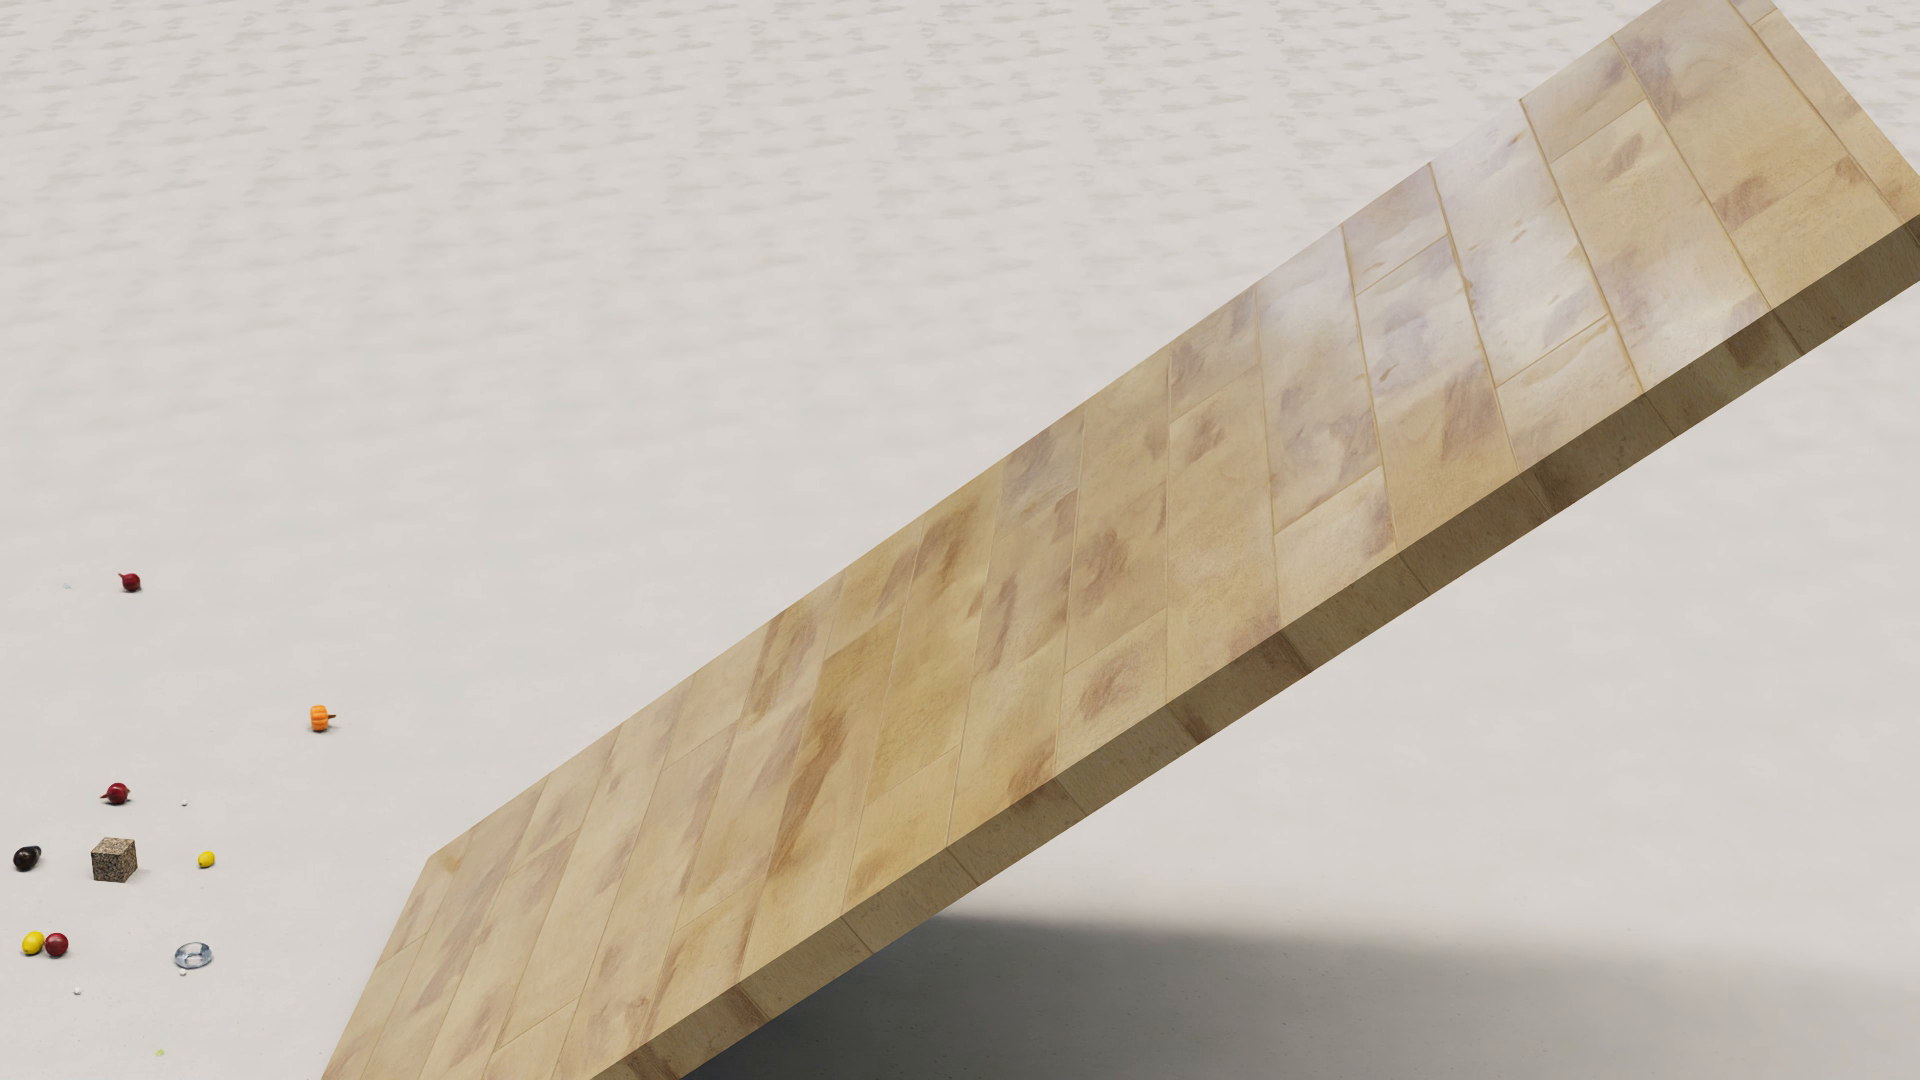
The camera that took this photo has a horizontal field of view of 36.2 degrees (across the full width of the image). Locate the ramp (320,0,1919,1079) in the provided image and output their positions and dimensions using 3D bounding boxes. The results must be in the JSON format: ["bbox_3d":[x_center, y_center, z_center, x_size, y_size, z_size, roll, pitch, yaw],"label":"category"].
[{"bbox_3d":[0.127,0.180,6.325,4.000,0.100,2.000,-35,16,17],"label":"ramp"}]

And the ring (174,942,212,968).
[{"bbox_3d":[-1.947,1.054,7.469,0.095,0.032,0.095,0,24,0],"label":"ring"}]

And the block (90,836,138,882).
[{"bbox_3d":[-2.262,0.856,7.868,0.086,0.086,0.086,4,23,9],"label":"block"}]
